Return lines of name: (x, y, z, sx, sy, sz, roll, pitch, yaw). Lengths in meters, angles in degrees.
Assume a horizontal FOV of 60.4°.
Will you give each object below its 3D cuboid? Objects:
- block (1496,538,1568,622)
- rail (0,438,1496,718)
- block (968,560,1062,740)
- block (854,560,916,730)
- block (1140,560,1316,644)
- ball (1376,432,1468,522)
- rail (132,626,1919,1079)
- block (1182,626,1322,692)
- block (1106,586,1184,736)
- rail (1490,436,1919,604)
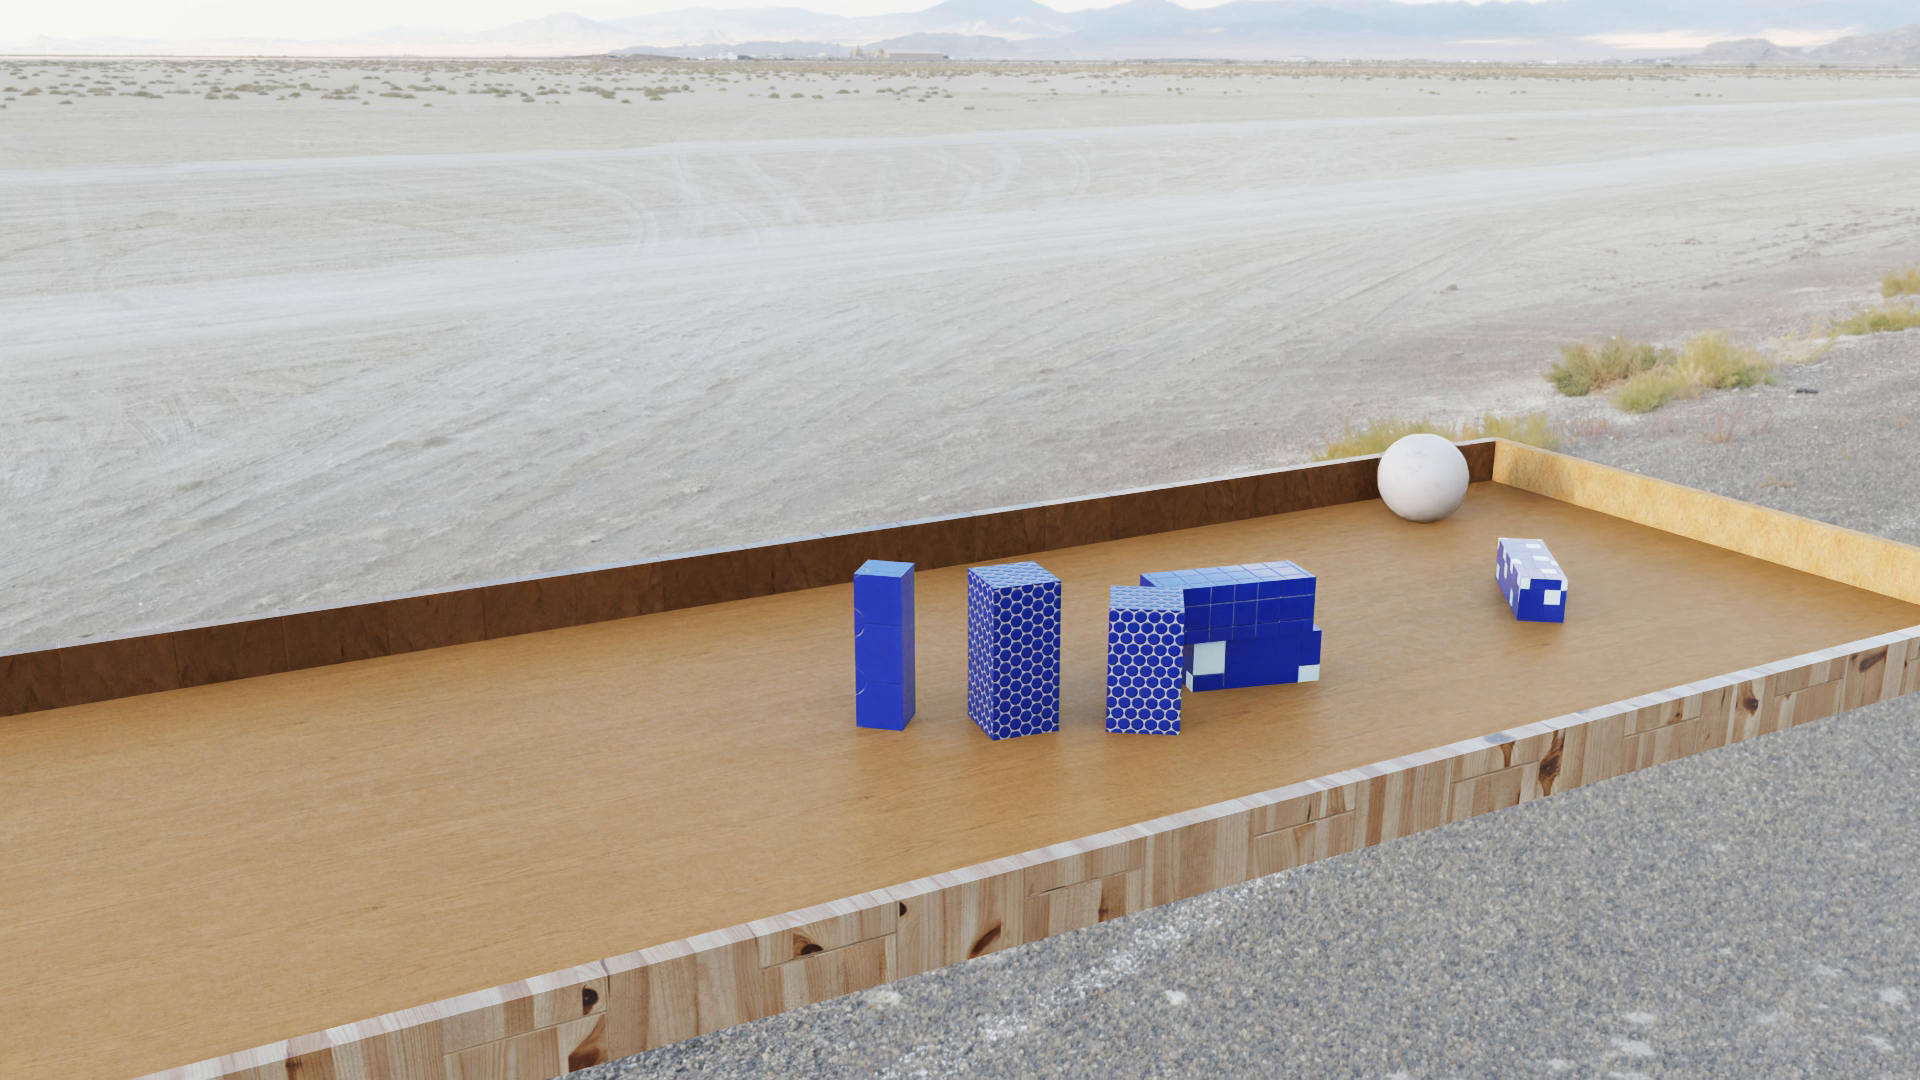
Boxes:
block: (1.643, 0.111, 4.755, 0.124, 0.124, 0.401, 3, 17, 9)
rail: (-3.305, 0.497, 3.399, 12.000, 0.150, 0.050, -9, 18, -27)
block: (0.124, 0.255, 3.837, 0.164, 0.367, 0.164, -6, 17, -20)
block: (-0.175, 0.246, 3.853, 0.113, 0.376, 0.113, 4, 17, 13)
block: (0.662, 0.156, 4.096, 0.408, 0.143, 0.143, -5, 17, -16)
ball: (1.555, -0.211, 5.546, 0.298, 0.298, 0.298, 0, 16, 0)
rail: (-2.336, 1.006, 1.665, 12.000, 0.150, 0.050, -9, 18, -27)
block: (0.722, 0.282, 4.157, 0.339, 0.134, 0.134, -4, 17, -13)
block: (0.433, 0.280, 3.864, 0.170, 0.303, 0.170, 2, 16, 6)
rail: (2.466, -0.048, 5.253, 0.050, 0.150, 2.100, -9, 18, -27)
